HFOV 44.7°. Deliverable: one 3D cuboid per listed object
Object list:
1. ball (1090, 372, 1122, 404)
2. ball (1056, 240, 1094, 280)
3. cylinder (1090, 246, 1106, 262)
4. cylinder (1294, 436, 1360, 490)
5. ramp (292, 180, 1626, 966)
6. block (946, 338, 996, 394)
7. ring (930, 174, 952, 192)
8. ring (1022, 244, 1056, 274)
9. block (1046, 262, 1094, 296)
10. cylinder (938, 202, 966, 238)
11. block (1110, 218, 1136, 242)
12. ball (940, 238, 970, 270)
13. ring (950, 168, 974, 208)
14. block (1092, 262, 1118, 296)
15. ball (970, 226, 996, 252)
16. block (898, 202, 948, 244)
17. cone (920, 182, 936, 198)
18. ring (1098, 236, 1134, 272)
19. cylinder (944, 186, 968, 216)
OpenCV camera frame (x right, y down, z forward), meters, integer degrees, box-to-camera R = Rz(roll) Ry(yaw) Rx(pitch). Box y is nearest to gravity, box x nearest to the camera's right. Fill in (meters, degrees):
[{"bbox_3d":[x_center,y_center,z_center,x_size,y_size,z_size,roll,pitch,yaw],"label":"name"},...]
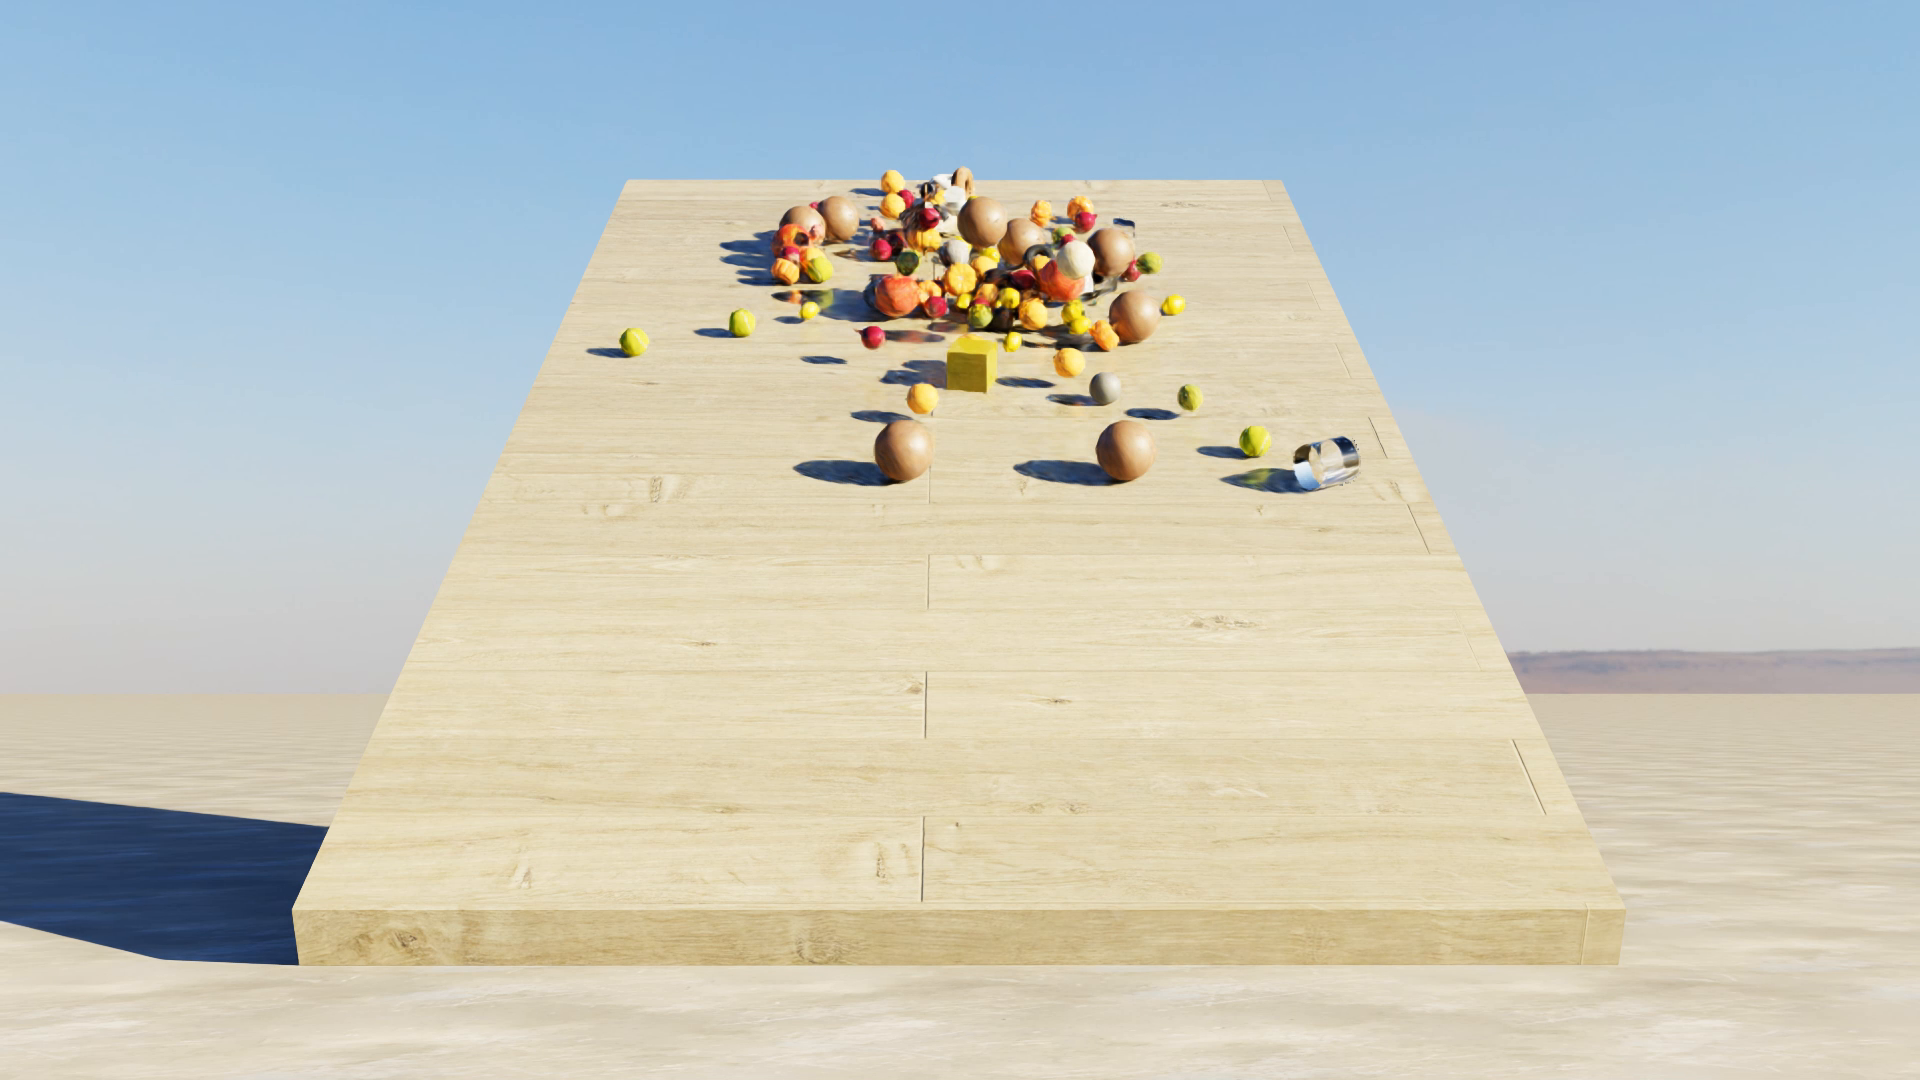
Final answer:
[{"bbox_3d":[0.337,-0.352,5.397,0.076,0.076,0.076,0,-4,0],"label":"ball"},{"bbox_3d":[0.278,-0.675,5.632,0.093,0.093,0.093,0,-4,0],"label":"ball"},{"bbox_3d":[0.378,-0.770,6.339,0.057,0.057,0.057,-1,-4,-4],"label":"cylinder"},{"bbox_3d":[0.777,-0.163,4.950,0.098,0.098,0.098,-13,3,-29],"label":"cylinder"},{"bbox_3d":[-0.008,-0.229,5.338,2.000,0.100,4.000,0,24,0],"label":"ramp"},{"bbox_3d":[0.028,-0.411,5.503,0.096,0.096,0.096,6,25,14],"label":"block"},{"bbox_3d":[-0.043,-1.079,7.045,0.100,0.033,0.100,-1,24,1],"label":"ring"},{"bbox_3d":[0.210,-0.746,6.197,0.086,0.086,0.029,0,-23,2],"label":"ring"},{"bbox_3d":[0.281,-0.673,6.011,0.083,0.083,0.083,-7,3,-42],"label":"block"},{"bbox_3d":[-0.050,-0.901,6.569,0.093,0.093,0.093,-3,10,42],"label":"cylinder"},{"bbox_3d":[0.451,-0.848,6.473,0.063,0.063,0.063,9,31,-2],"label":"block"},{"bbox_3d":[-0.014,-0.754,6.158,0.081,0.081,0.081,0,-4,0],"label":"ball"},{"bbox_3d":[0.007,-1.023,6.801,0.043,0.128,0.128,1,-3,20],"label":"ring"},{"bbox_3d":[0.368,-0.688,6.149,0.065,0.065,0.065,20,31,36],"label":"block"},{"bbox_3d":[0.062,-0.832,6.455,0.072,0.072,0.072,0,-4,0],"label":"ball"},{"bbox_3d":[-0.103,-0.880,6.481,0.086,0.086,0.086,-19,-6,27],"label":"block"},{"bbox_3d":[-0.082,-1.026,6.902,0.053,0.053,0.053,2,30,-29],"label":"cone"},{"bbox_3d":[0.414,-0.755,6.238,0.045,0.135,0.135,36,-17,-19],"label":"ring"},{"bbox_3d":[-0.012,-0.940,6.478,0.059,0.059,0.059,-1,-38,14],"label":"cylinder"}]
